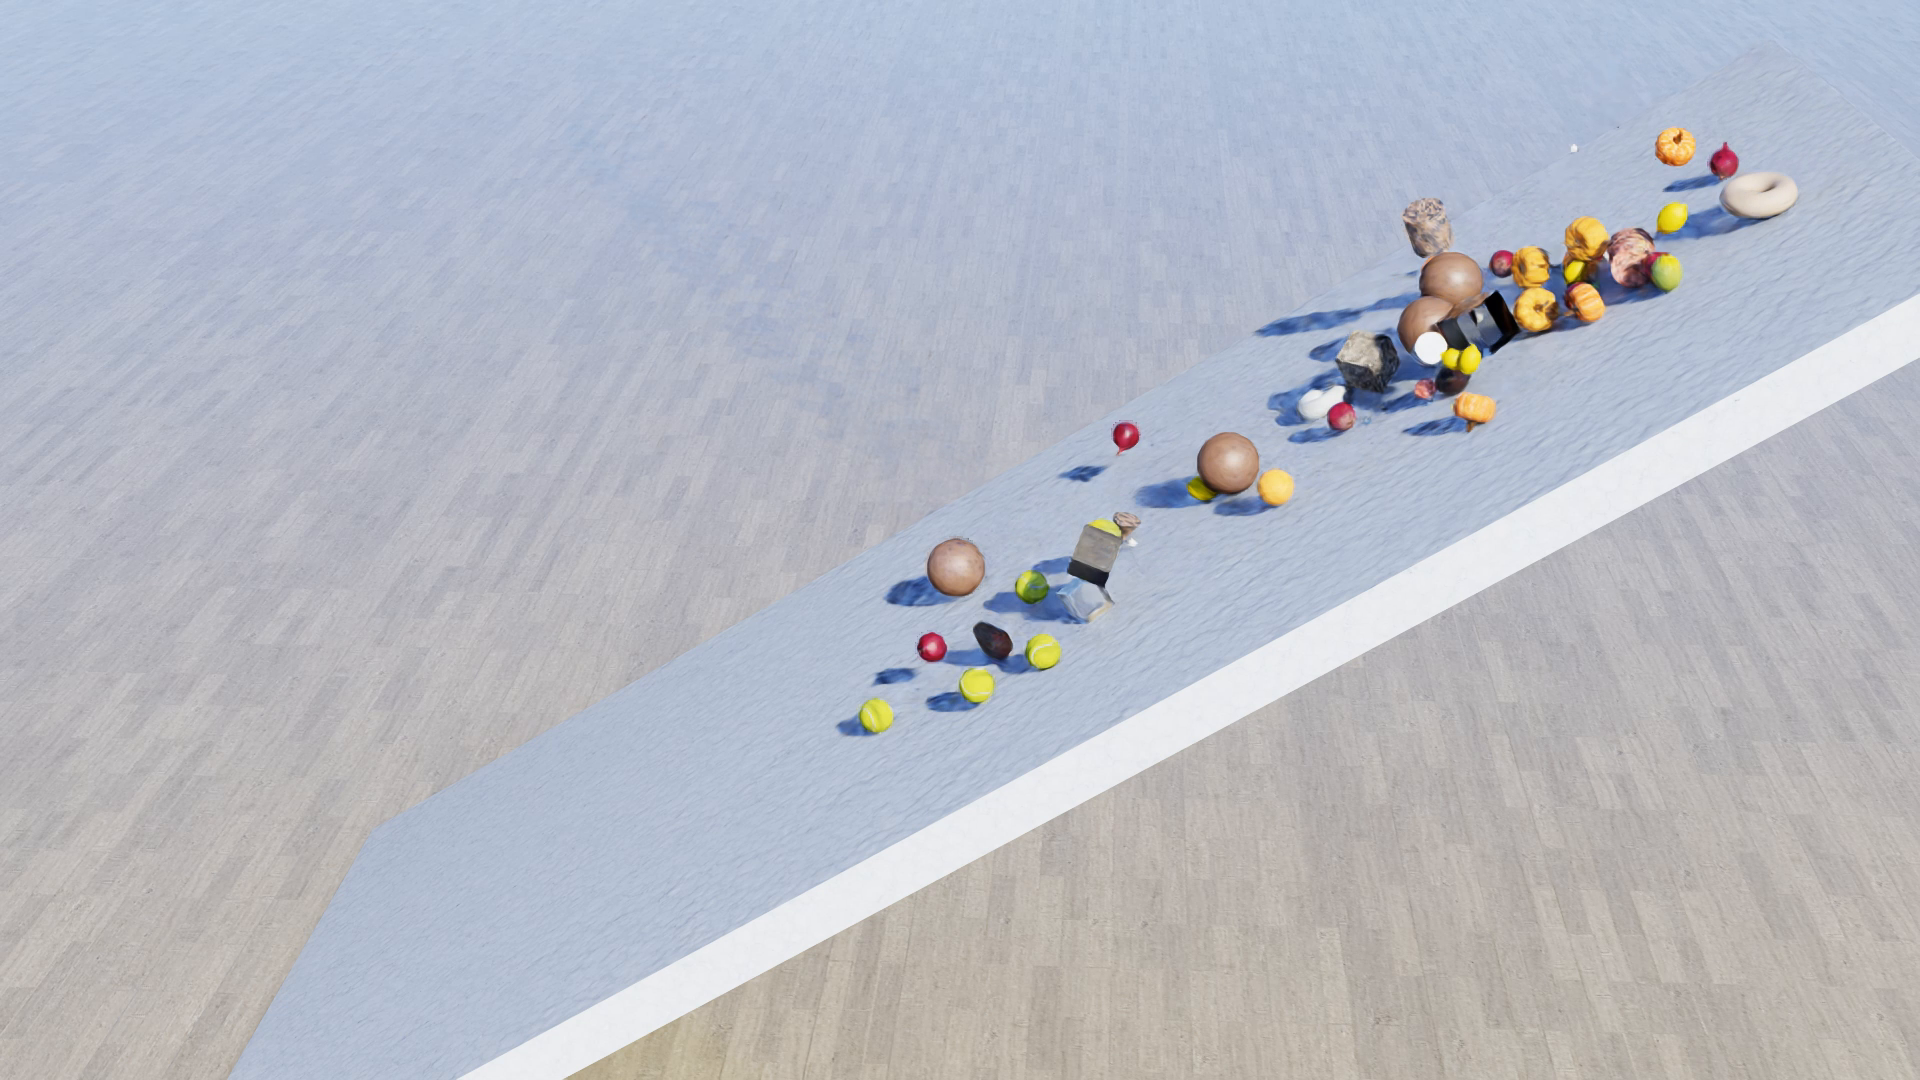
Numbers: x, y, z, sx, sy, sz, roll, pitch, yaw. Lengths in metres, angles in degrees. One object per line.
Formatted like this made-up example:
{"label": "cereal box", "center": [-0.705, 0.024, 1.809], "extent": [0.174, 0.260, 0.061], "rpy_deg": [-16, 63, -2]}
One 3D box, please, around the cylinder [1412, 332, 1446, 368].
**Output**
{"label": "cylinder", "center": [0.932, -0.377, 5.839], "extent": [0.063, 0.063, 0.063], "rpy_deg": [2, -8, 6]}

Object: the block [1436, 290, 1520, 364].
{"label": "block", "center": [1.033, -0.425, 5.861], "extent": [0.098, 0.098, 0.098], "rpy_deg": [-38, 13, -30]}

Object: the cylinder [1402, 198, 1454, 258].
{"label": "cylinder", "center": [0.995, -0.664, 6.251], "extent": [0.090, 0.090, 0.090], "rpy_deg": [-17, 35, 13]}

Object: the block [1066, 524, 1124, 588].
{"label": "block", "center": [0.267, 0.031, 5.823], "extent": [0.081, 0.081, 0.081], "rpy_deg": [21, -22, 2]}

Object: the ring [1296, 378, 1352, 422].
{"label": "ring", "center": [0.770, -0.298, 6.210], "extent": [0.131, 0.044, 0.131], "rpy_deg": [-32, 14, 9]}

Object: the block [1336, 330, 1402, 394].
{"label": "block", "center": [0.847, -0.371, 6.105], "extent": [0.086, 0.086, 0.086], "rpy_deg": [16, 62, 38]}

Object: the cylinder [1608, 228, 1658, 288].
{"label": "cylinder", "center": [1.323, -0.556, 5.783], "extent": [0.091, 0.091, 0.091], "rpy_deg": [2, 29, 6]}

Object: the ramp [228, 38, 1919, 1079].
{"label": "ramp", "center": [0.141, 0.169, 6.288], "extent": [4.000, 0.100, 2.000], "rpy_deg": [-29, 15, 13]}

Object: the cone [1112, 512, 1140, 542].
{"label": "cone", "center": [0.344, -0.018, 6.184], "extent": [0.060, 0.060, 0.060], "rpy_deg": [8, 31, -5]}

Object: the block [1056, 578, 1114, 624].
{"label": "block", "center": [0.251, 0.117, 5.890], "extent": [0.071, 0.071, 0.071], "rpy_deg": [-36, 15, -14]}

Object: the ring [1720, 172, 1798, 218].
{"label": "ring", "center": [1.553, -0.671, 5.720], "extent": [0.148, 0.049, 0.148], "rpy_deg": [-11, 28, 6]}
